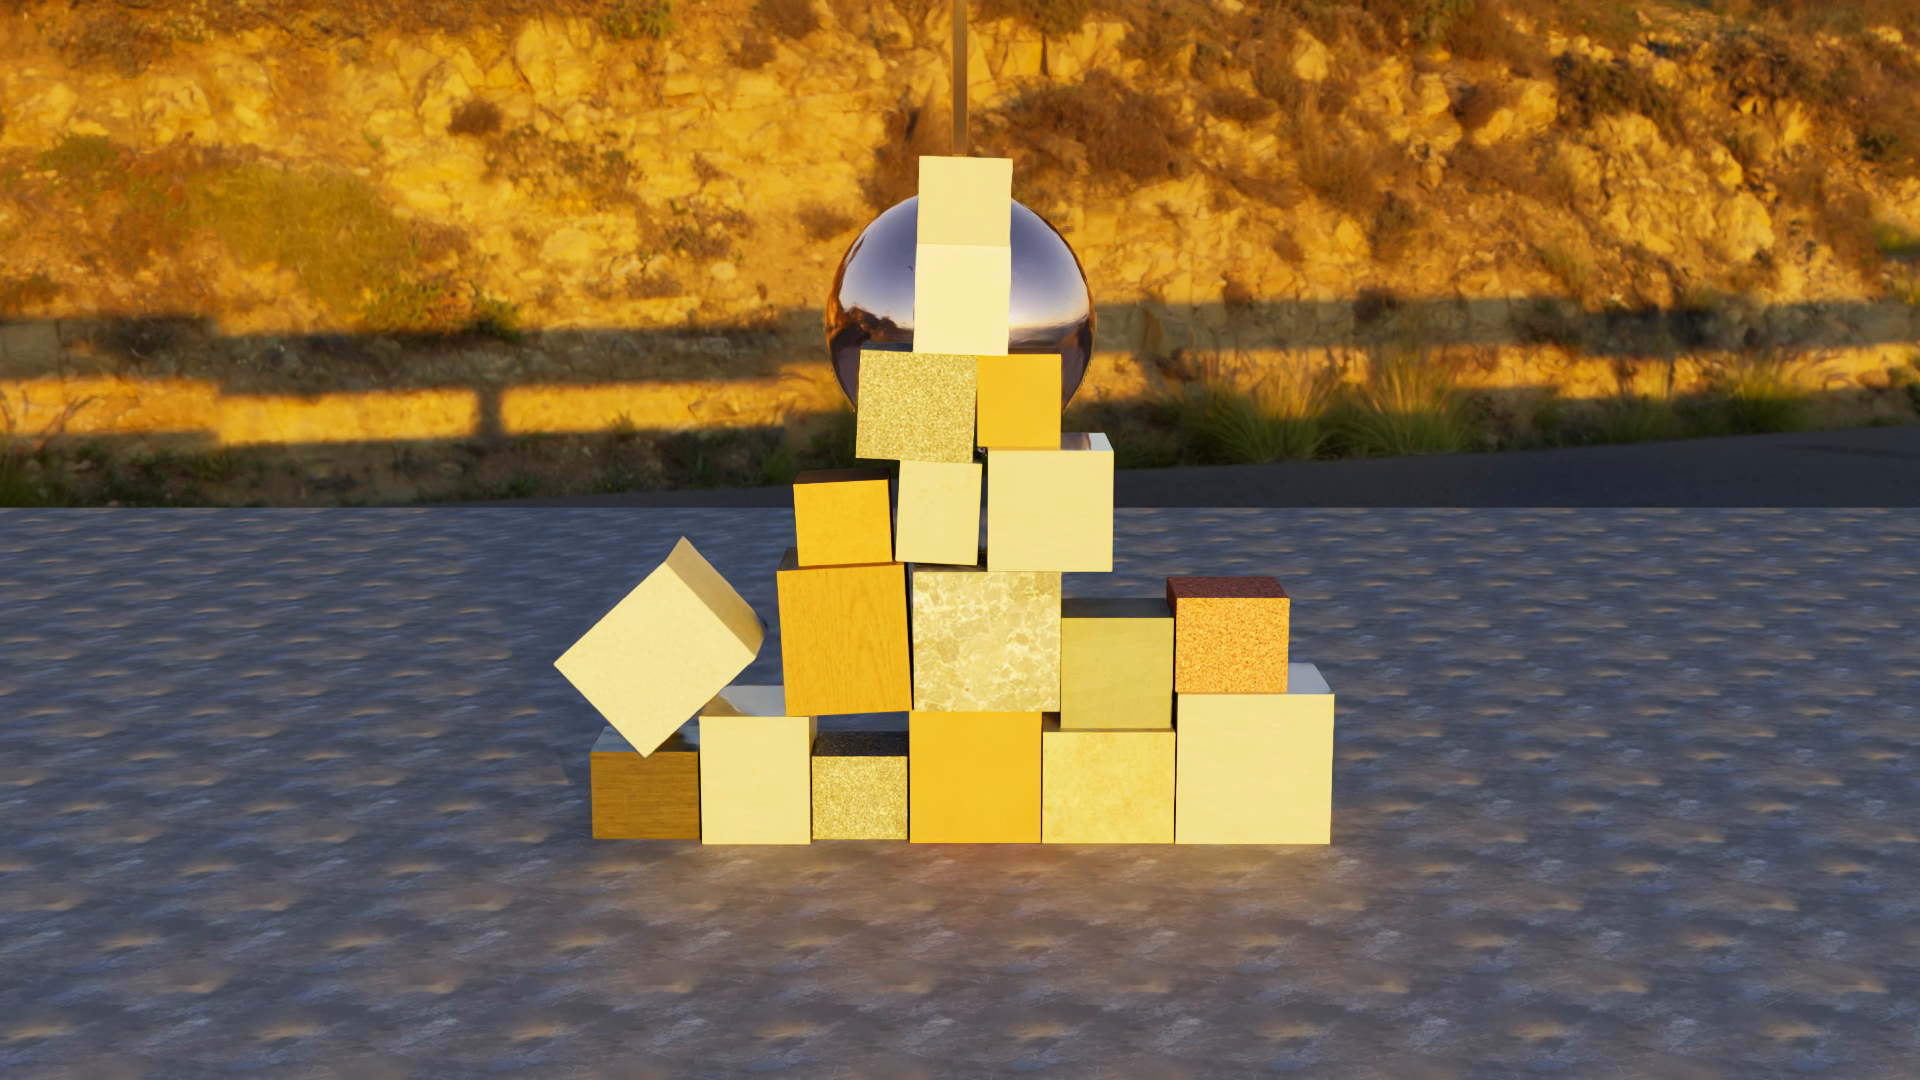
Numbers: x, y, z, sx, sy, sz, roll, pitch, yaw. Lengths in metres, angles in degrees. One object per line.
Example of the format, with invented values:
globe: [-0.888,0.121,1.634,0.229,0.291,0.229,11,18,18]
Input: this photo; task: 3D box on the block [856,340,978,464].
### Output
block: [-0.214,-0.699,11.073,0.576,0.534,0.485,3,10,-1]

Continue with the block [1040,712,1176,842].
block: [0.749,1.189,11.414,0.663,0.578,0.681,0,10,0]

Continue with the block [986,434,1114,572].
block: [0.445,-0.200,11.149,0.614,0.601,0.665,0,10,0]

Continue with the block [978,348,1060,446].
block: [0.293,-0.723,11.068,0.410,0.457,0.375,0,10,0]

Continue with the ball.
ball: [0.000,-1.283,13.055,1.600,1.600,1.600,0,10,0]

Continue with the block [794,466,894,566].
block: [-0.583,-0.125,11.168,0.465,0.413,0.460,-3,10,1]

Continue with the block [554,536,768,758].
block: [-1.514,0.534,11.273,0.763,0.657,0.734,-42,8,7]

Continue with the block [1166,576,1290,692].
block: [1.361,0.477,11.265,0.560,0.480,0.550,0,10,0]

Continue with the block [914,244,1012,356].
block: [0.012,-1.213,10.958,0.460,0.531,0.494,2,10,0]

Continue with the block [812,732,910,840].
block: [-0.505,1.265,11.394,0.485,0.434,0.487,0,10,0]

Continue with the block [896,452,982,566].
block: [-0.106,-0.176,11.142,0.405,0.508,0.460,3,10,0]

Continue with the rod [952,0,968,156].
rod: [0.000,-4.211,11.328,0.080,5.200,0.080,0,31,0]

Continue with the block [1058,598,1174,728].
block: [0.790,0.626,11.307,0.562,0.567,0.497,0,10,0]

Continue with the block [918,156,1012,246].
block: [0.023,-1.681,10.875,0.449,0.420,0.415,2,10,0]

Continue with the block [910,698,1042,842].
block: [0.077,1.134,11.391,0.660,0.693,0.647,0,10,0]

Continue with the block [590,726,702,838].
block: [-1.591,1.251,11.401,0.557,0.458,0.494,0,10,0]

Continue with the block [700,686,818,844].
block: [-1.030,1.153,11.372,0.545,0.662,0.644,0,10,0]

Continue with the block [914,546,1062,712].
block: [0.134,0.444,11.266,0.729,0.709,0.711,0,10,0]

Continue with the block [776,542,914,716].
block: [-0.573,0.445,11.260,0.629,0.742,0.660,-3,10,1]

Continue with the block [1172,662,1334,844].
block: [1.480,1.093,11.386,0.779,0.776,0.681,0,10,0]
